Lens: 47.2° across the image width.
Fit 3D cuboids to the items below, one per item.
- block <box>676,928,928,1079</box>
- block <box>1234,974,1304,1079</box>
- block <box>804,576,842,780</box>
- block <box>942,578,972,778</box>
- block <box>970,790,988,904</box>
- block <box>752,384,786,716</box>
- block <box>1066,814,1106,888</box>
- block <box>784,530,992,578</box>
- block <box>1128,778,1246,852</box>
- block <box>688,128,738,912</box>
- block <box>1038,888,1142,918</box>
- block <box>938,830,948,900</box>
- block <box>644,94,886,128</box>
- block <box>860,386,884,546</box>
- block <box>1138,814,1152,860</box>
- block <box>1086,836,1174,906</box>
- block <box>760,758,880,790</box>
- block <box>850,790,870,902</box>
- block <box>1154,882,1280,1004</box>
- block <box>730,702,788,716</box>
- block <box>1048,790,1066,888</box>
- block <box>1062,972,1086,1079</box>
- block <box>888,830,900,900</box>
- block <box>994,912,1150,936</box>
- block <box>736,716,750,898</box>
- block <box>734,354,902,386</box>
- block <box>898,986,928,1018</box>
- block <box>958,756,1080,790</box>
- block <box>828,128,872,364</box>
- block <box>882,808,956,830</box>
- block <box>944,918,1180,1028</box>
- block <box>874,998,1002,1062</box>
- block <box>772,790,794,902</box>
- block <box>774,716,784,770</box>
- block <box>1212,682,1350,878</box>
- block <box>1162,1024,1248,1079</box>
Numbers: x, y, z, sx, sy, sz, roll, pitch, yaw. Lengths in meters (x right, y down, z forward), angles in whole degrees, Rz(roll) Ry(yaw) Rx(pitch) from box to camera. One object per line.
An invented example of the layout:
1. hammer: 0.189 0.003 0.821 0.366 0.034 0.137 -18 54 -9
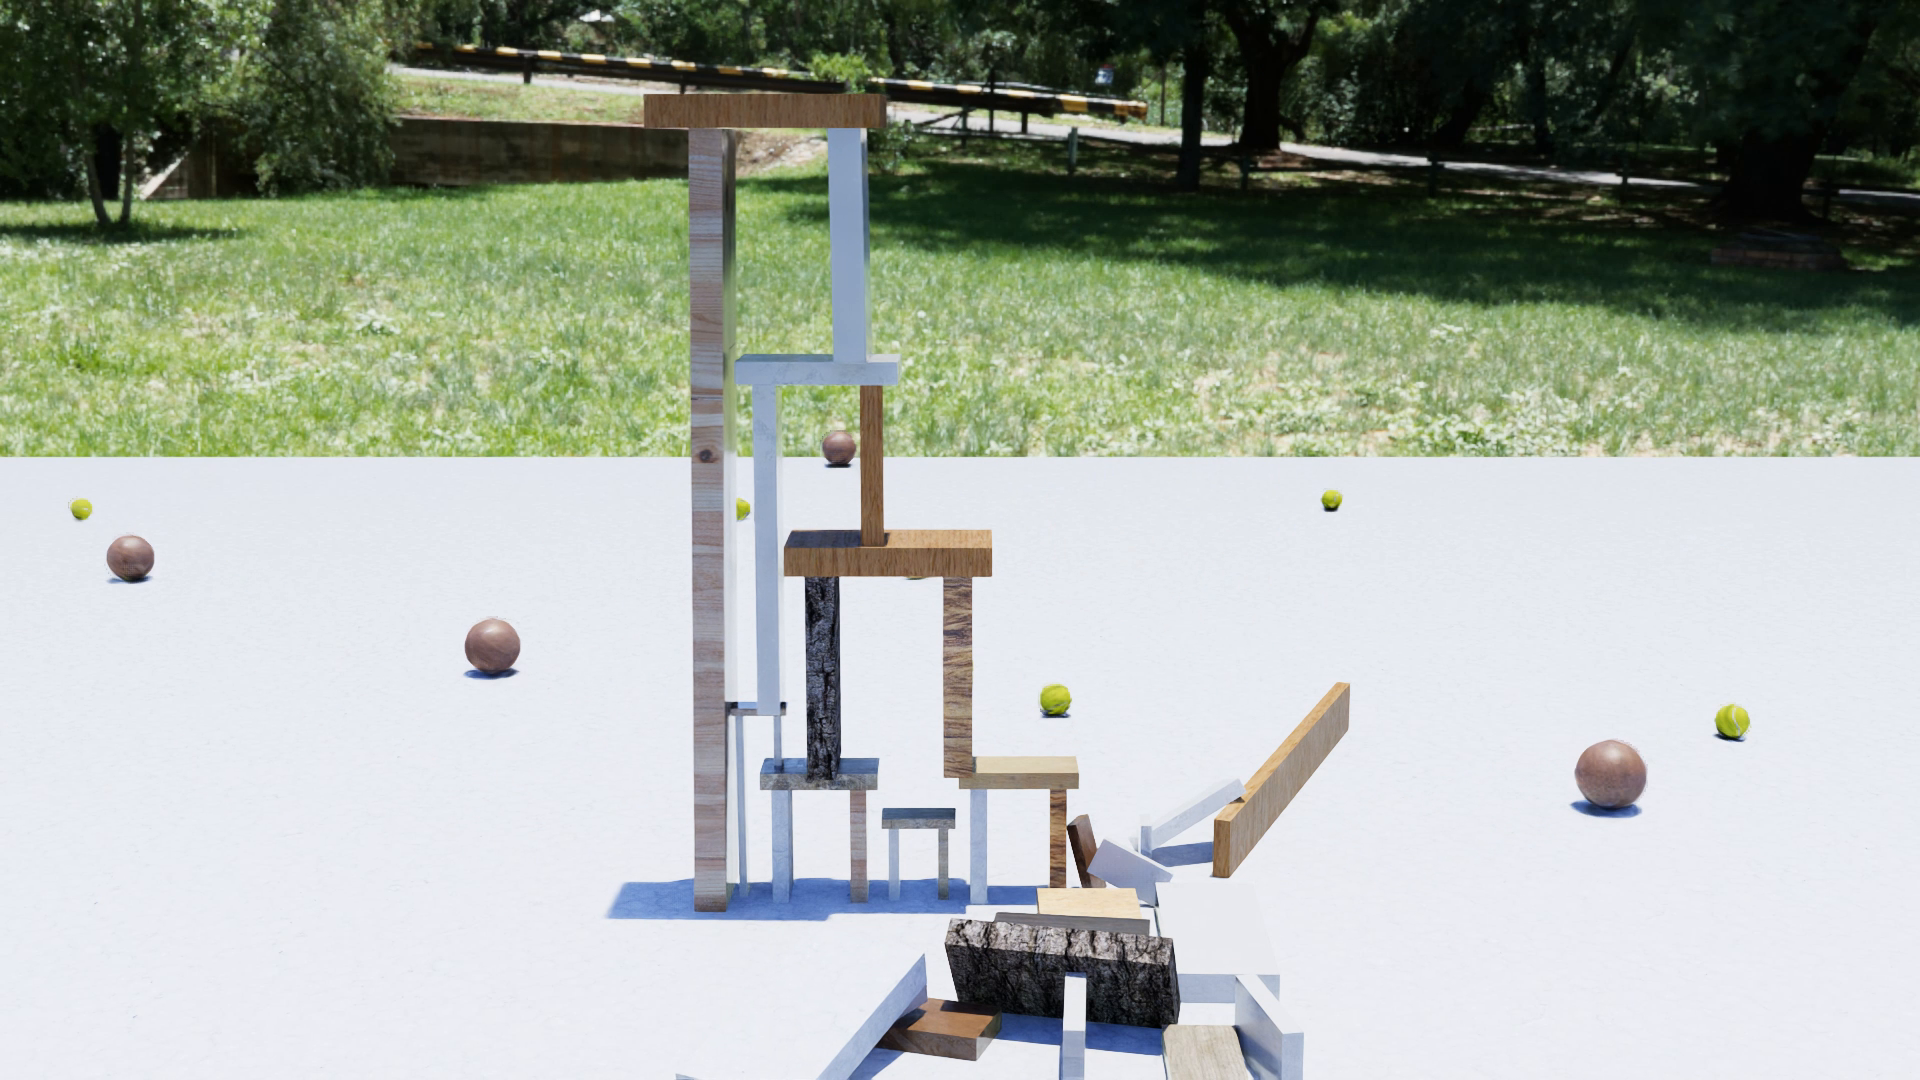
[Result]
1. block: -0.207 0.653 2.956 0.180 0.051 0.359 7 26 26
2. block: 0.414 0.670 2.957 0.029 0.102 0.203 -2 11 -10
3. block: -0.224 0.208 3.603 0.047 0.335 0.166 0 11 0
4. block: -0.003 0.206 3.601 0.047 0.331 0.166 0 11 1
5. block: 0.031 0.494 3.649 0.028 0.196 0.098 0 11 0
6. block: -0.309 0.008 3.565 0.036 0.535 0.128 0 11 0
7. block: 0.211 0.527 3.659 0.018 0.128 0.064 -13 5 24
8. block: -0.114 0.020 3.567 0.331 0.047 0.166 0 11 0
9. block: 0.397 0.482 3.854 0.203 0.029 0.102 -29 -2 -12
10. block: -0.397 -0.028 3.556 0.051 1.255 0.180 1 11 1
11. block: 0.205 0.615 3.409 0.158 0.045 0.317 0 11 0
12. block: -0.027 0.530 3.657 0.017 0.122 0.061 0 11 0
13. block: -0.300 -0.670 3.436 0.360 0.051 0.180 0 11 2
14. block: -0.141 -0.128 3.536 0.036 0.257 0.128 0 11 -2
15. block: 0.307 0.527 3.658 0.018 0.128 0.064 0 11 2
16. block: 0.280 0.544 3.607 0.128 0.064 0.018 27 12 5
17. block: -0.231 0.386 3.635 0.193 0.027 0.096 0 11 0
18. block: -0.167 0.495 3.655 0.027 0.193 0.096 0 11 0
19. block: 0.392 0.618 3.398 0.158 0.045 0.395 0 11 2
20. block: -0.329 0.277 3.615 0.091 0.013 0.045 0 10 0
21. block: 0.161 0.494 3.649 0.028 0.196 0.098 0 11 1
22. block: 0.155 0.669 2.968 0.029 0.101 0.202 1 11 4
23. block: -0.109 0.530 3.657 0.017 0.122 0.061 0 11 0
24. block: 0.164 0.598 3.290 0.234 0.033 0.117 1 11 8
25. block: -0.360 0.436 3.644 0.013 0.311 0.045 0 11 0
26. block: -0.224 -0.273 3.513 0.256 0.036 0.128 0 11 1
27. block: -0.171 0.655 3.052 0.234 0.033 0.117 -24 30 -38
28. block: 0.096 0.384 3.628 0.196 0.028 0.098 0 11 0
29. block: -0.173 -0.467 3.473 0.051 0.360 0.180 -1 11 1
30. block: -0.068 0.461 3.645 0.122 0.017 0.061 0 11 0
31. block: 0.147 0.614 3.111 0.317 0.158 0.045 3 45 14
32. block: -0.078 0.679 3.097 0.250 0.033 0.117 3 11 18
33. block: -0.295 0.495 3.655 0.027 0.193 0.096 0 11 0
34. block: -0.299 0.328 3.624 0.013 0.091 0.045 0 11 0
35. block: 0.629 0.439 4.205 0.029 0.102 1.019 4 11 21
36. block: 0.329 0.707 2.962 0.101 0.029 0.202 0 11 1
